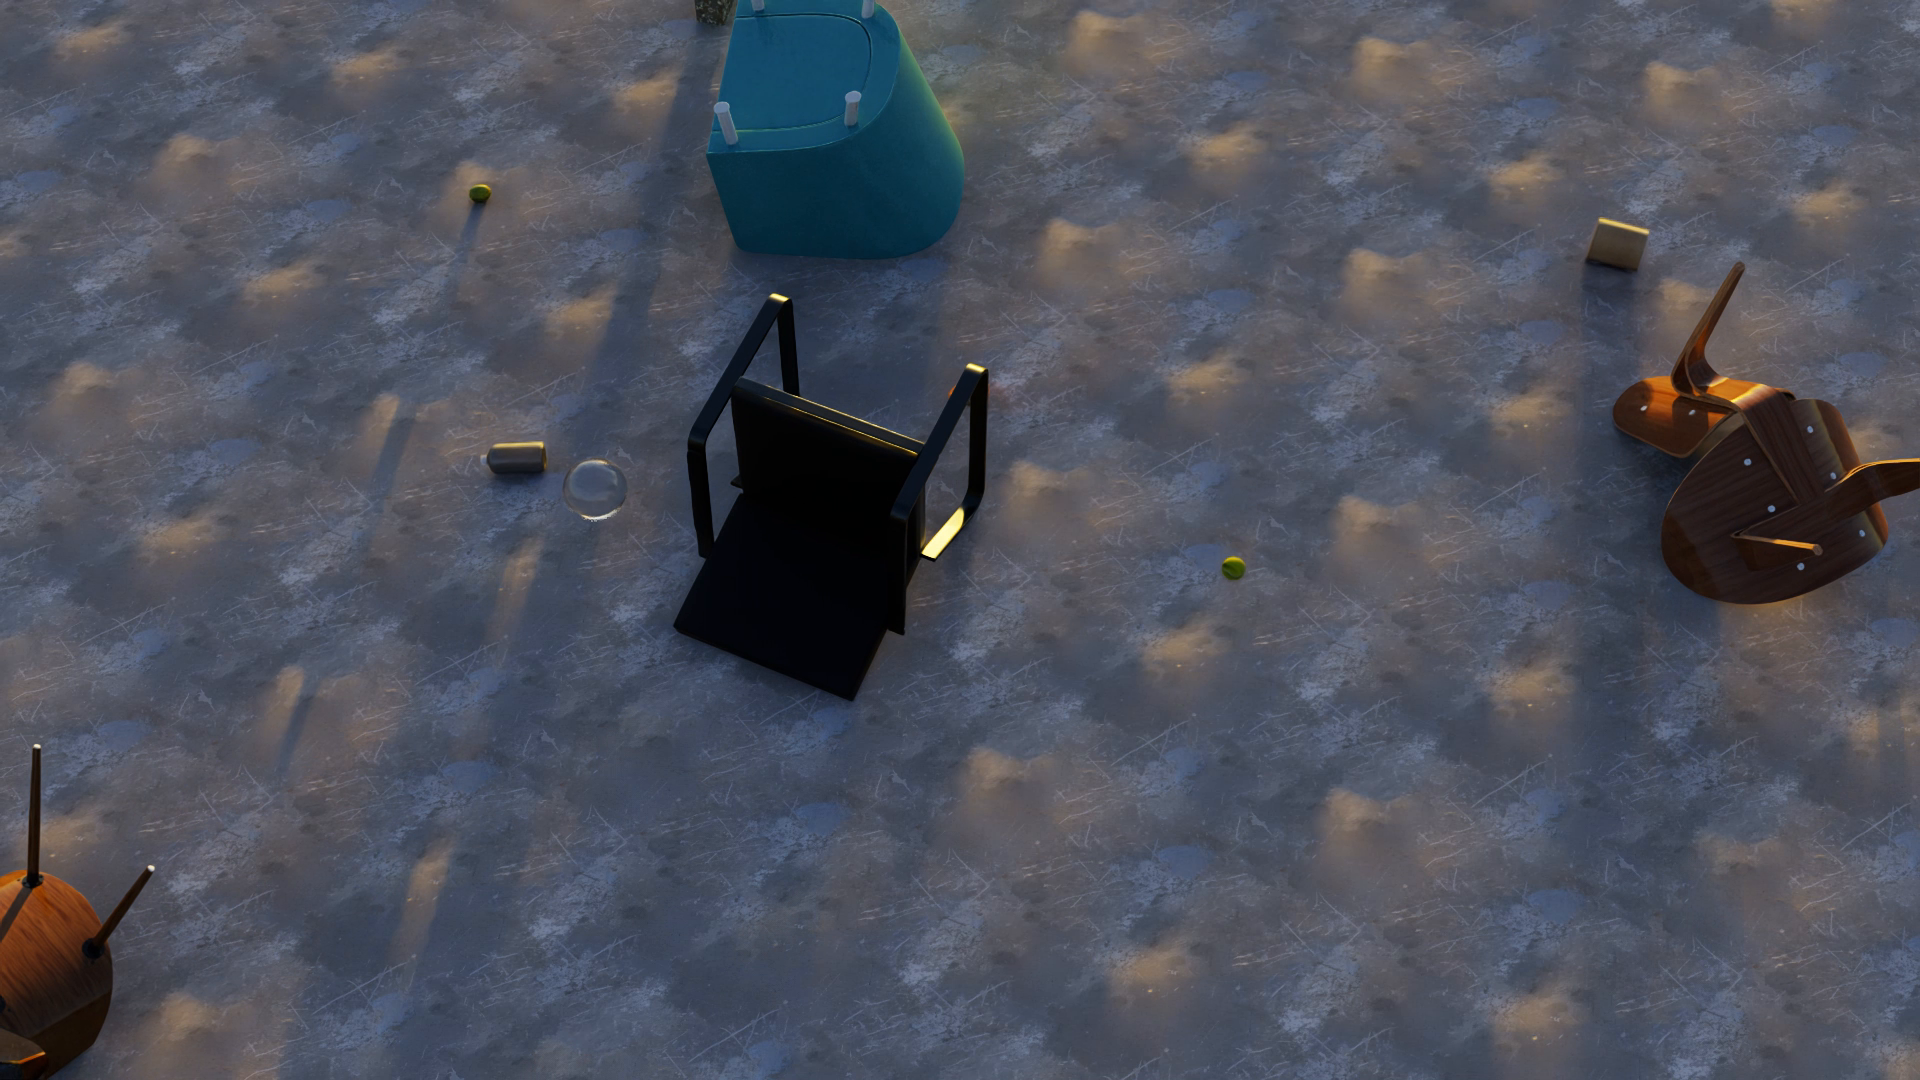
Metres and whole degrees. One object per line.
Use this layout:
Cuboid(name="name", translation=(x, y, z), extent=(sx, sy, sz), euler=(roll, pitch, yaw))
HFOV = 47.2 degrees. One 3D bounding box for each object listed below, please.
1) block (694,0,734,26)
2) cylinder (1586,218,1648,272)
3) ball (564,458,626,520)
Cuboid(name="block", translation=(-0.863, -1.952, 7.807), extent=(0.099, 0.127, 0.209), euler=(10, 57, 7))
Cuboid(name="cylinder", translation=(2.134, -0.957, 7.134), extent=(0.159, 0.137, 0.135), euler=(17, 27, 11))
Cuboid(name="ball", translation=(-1.089, -0.153, 6.563), extent=(0.188, 0.188, 0.188), euler=(0, 56, 0))
